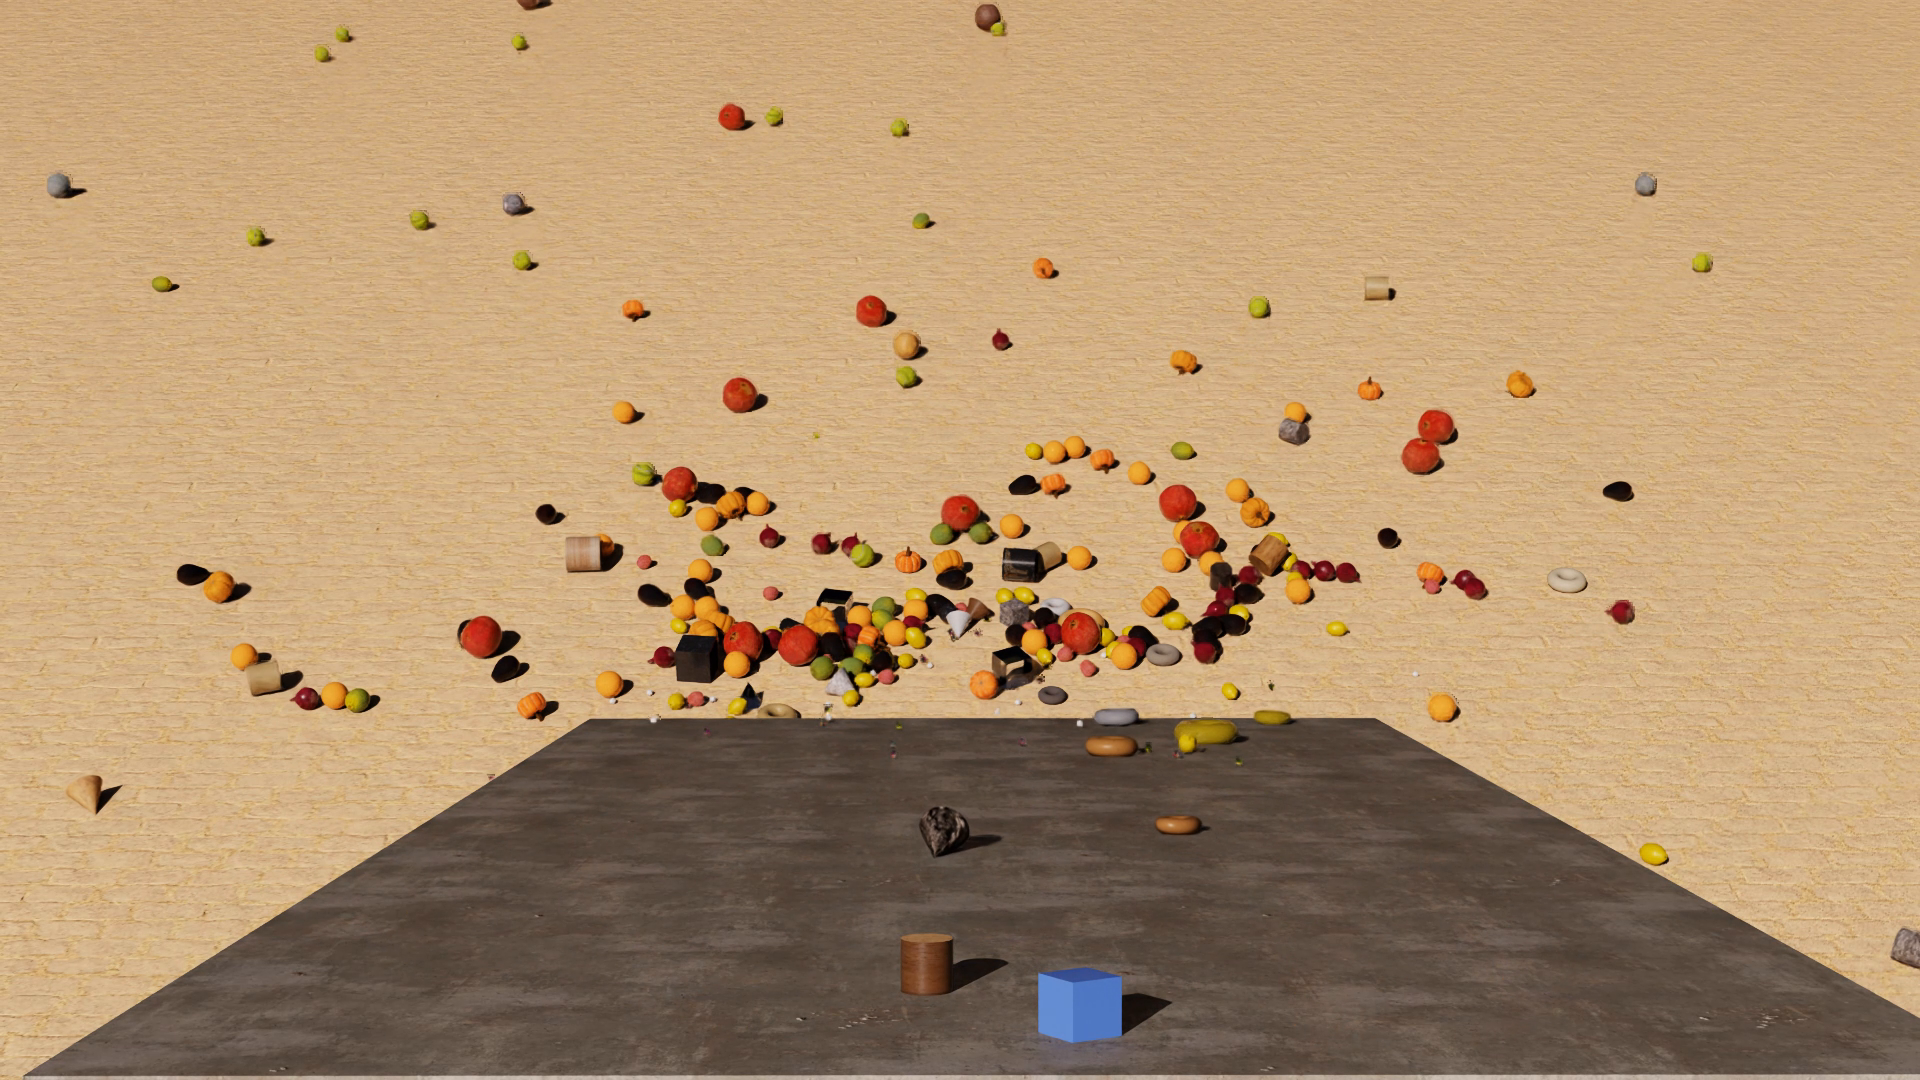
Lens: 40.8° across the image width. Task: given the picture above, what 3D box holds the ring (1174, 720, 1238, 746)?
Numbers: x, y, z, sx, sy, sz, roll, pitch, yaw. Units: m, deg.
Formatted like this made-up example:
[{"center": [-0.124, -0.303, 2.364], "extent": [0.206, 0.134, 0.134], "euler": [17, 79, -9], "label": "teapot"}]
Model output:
[{"center": [0.565, 0.442, 5.936], "extent": [0.148, 0.049, 0.148], "euler": [-1, 2, 0], "label": "ring"}]

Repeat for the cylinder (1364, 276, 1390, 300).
[{"center": [1.522, -0.920, 9.427], "extent": [0.084, 0.084, 0.084], "euler": [3, 27, 5], "label": "cylinder"}]

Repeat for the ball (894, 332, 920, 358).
[{"center": [-0.186, -0.672, 8.925], "extent": [0.091, 0.091, 0.091], "euler": [0, 27, 0], "label": "ball"}]

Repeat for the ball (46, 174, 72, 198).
[{"center": [-3.644, -1.433, 10.432], "extent": [0.099, 0.099, 0.099], "euler": [0, 27, 0], "label": "ball"}]

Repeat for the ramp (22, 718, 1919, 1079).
[{"center": [0.060, 0.544, 4.581], "extent": [2.000, 0.100, 4.000], "euler": [0, 1, 0], "label": "ramp"}]

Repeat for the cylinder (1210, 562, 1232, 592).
[{"center": [0.747, 0.107, 7.387], "extent": [0.063, 0.063, 0.063], "euler": [-2, 41, 1], "label": "cylinder"}]

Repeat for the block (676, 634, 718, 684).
[{"center": [-0.708, 0.320, 6.944], "extent": [0.093, 0.093, 0.093], "euler": [3, 27, 7], "label": "block"}]

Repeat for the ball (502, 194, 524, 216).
[{"center": [-1.776, -1.331, 10.244], "extent": [0.087, 0.087, 0.087], "euler": [0, 27, 0], "label": "ball"}]

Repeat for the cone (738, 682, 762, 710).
[{"center": [-0.557, 0.402, 6.810], "extent": [0.066, 0.066, 0.066], "euler": [0, 27, 0], "label": "cone"}]

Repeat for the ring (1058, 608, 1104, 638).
[{"center": [0.337, 0.232, 7.173], "extent": [0.132, 0.044, 0.132], "euler": [0, 27, 0], "label": "ring"}]

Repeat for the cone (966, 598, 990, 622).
[{"center": [0.033, 0.212, 7.226], "extent": [0.072, 0.072, 0.072], "euler": [21, 60, 35], "label": "cone"}]

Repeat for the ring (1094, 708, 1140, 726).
[{"center": [0.388, 0.439, 6.400], "extent": [0.114, 0.038, 0.114], "euler": [-2, 1, 0], "label": "ring"}]

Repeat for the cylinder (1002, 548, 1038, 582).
[{"center": [0.173, 0.071, 7.440], "extent": [0.094, 0.094, 0.094], "euler": [4, 27, 7], "label": "cylinder"}]

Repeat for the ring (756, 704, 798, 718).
[{"center": [-0.477, 0.460, 6.729], "extent": [0.105, 0.035, 0.105], "euler": [1, 26, -1], "label": "ring"}]

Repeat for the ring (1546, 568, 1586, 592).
[{"center": [1.743, 0.115, 7.415], "extent": [0.112, 0.037, 0.112], "euler": [0, 28, 0], "label": "ring"}]

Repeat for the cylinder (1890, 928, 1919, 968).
[{"center": [2.134, 0.916, 5.776], "extent": [0.074, 0.074, 0.074], "euler": [19, 32, 32], "label": "cylinder"}]

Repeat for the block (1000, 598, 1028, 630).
[{"center": [0.151, 0.206, 7.211], "extent": [0.058, 0.058, 0.058], "euler": [-19, 32, -33], "label": "block"}]

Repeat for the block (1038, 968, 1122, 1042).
[{"center": [0.129, 0.499, 2.774], "extent": [0.064, 0.064, 0.064], "euler": [-1, 1, -33], "label": "block"}]

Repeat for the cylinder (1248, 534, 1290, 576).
[{"center": [0.894, 0.044, 7.471], "extent": [0.084, 0.084, 0.084], "euler": [26, 67, 41], "label": "cylinder"}]

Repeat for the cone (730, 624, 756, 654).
[{"center": [-0.584, 0.285, 7.079], "extent": [0.075, 0.075, 0.075], "euler": [-10, 55, -18], "label": "cone"}]

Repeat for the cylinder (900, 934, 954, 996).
[{"center": [-0.038, 0.496, 3.015], "extent": [0.062, 0.062, 0.062], "euler": [0, 1, 0], "label": "cylinder"}]

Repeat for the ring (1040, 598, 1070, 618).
[{"center": [0.268, 0.190, 7.275], "extent": [0.086, 0.029, 0.086], "euler": [-1, 27, 1], "label": "ring"}]

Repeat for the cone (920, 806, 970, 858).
[{"center": [-0.033, 0.485, 4.133], "extent": [0.083, 0.083, 0.083], "euler": [5, 29, 10], "label": "cone"}]

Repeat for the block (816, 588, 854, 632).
[{"center": [-0.349, 0.194, 7.206], "extent": [0.083, 0.083, 0.083], "euler": [6, 27, 12], "label": "block"}]

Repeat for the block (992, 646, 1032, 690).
[{"center": [0.139, 0.342, 6.915], "extent": [0.078, 0.078, 0.078], "euler": [-14, 30, -26], "label": "block"}]

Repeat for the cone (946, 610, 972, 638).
[{"center": [-0.004, 0.246, 7.159], "extent": [0.072, 0.072, 0.072], "euler": [1, 53, 2], "label": "cone"}]

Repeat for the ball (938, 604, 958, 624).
[{"center": [-0.032, 0.205, 7.214], "extent": [0.056, 0.056, 0.056], "euler": [0, 27, 0], "label": "ball"}]

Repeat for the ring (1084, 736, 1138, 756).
[{"center": [0.332, 0.453, 5.669], "extent": [0.117, 0.039, 0.117], "euler": [1, 0, 0], "label": "ring"}]

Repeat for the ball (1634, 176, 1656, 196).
[{"center": [2.776, -1.438, 10.462], "extent": [0.082, 0.082, 0.082], "euler": [0, 27, 0], "label": "ball"}]

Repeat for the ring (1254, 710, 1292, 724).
[{"center": [0.778, 0.441, 6.424], "extent": [0.093, 0.031, 0.093], "euler": [1, 1, 0], "label": "ring"}]

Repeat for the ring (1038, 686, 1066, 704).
[{"center": [0.244, 0.411, 6.838], "extent": [0.075, 0.025, 0.075], "euler": [0, 25, 0], "label": "ring"}]

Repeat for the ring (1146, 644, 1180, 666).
[{"center": [0.553, 0.312, 7.029], "extent": [0.093, 0.031, 0.093], "euler": [-1, 26, 1], "label": "ring"}]

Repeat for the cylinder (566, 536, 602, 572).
[{"center": [-1.092, 0.040, 7.495], "extent": [0.099, 0.099, 0.099], "euler": [-2, 27, -4], "label": "cylinder"}]

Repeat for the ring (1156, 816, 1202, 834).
[{"center": [0.372, 0.485, 4.397], "extent": [0.080, 0.027, 0.080], "euler": [1, 0, 0], "label": "ring"}]

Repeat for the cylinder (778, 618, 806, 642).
[{"center": [-0.464, 0.247, 7.133], "extent": [0.053, 0.053, 0.053], "euler": [22, 34, 37], "label": "cylinder"}]
